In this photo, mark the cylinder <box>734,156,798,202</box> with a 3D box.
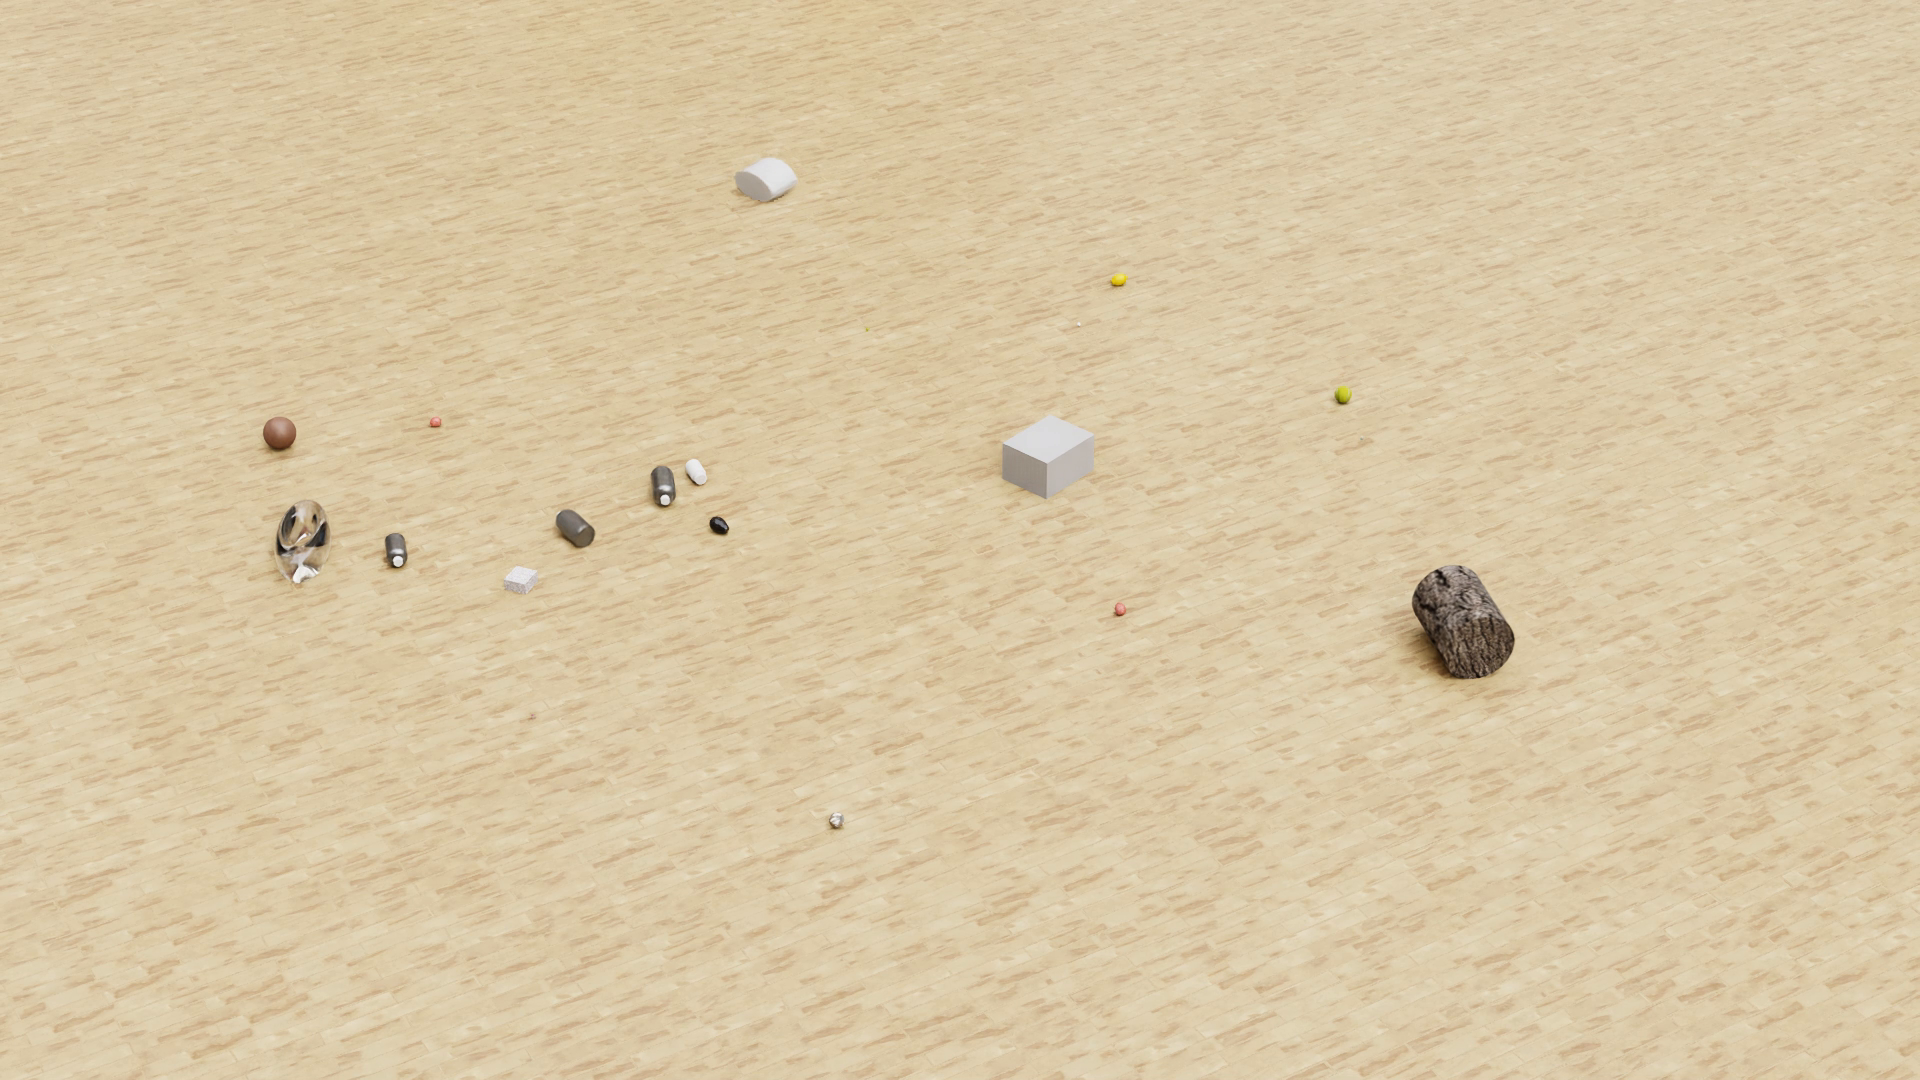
[{"bbox_3d":[-0.882,-1.640,13.316,0.223,0.127,0.179,29,42,25],"label":"cylinder"}]

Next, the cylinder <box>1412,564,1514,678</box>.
[{"bbox_3d":[1.762,0.286,10.275,0.259,0.261,0.329,-20,35,-1],"label":"cylinder"}]

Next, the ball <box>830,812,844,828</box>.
[{"bbox_3d":[-0.399,0.909,9.518,0.052,0.052,0.052,0,33,0],"label":"ball"}]

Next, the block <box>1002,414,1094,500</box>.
[{"bbox_3d":[0.340,-0.321,11.285,0.223,0.162,0.283,26,41,34],"label":"block"}]

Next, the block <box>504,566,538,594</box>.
[{"bbox_3d":[-1.599,0.146,10.682,0.086,0.045,0.093,12,35,18],"label":"block"}]

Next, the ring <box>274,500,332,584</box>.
[{"bbox_3d":[-2.426,0.003,10.828,0.204,0.127,0.479,-5,33,-4],"label":"ring"}]
